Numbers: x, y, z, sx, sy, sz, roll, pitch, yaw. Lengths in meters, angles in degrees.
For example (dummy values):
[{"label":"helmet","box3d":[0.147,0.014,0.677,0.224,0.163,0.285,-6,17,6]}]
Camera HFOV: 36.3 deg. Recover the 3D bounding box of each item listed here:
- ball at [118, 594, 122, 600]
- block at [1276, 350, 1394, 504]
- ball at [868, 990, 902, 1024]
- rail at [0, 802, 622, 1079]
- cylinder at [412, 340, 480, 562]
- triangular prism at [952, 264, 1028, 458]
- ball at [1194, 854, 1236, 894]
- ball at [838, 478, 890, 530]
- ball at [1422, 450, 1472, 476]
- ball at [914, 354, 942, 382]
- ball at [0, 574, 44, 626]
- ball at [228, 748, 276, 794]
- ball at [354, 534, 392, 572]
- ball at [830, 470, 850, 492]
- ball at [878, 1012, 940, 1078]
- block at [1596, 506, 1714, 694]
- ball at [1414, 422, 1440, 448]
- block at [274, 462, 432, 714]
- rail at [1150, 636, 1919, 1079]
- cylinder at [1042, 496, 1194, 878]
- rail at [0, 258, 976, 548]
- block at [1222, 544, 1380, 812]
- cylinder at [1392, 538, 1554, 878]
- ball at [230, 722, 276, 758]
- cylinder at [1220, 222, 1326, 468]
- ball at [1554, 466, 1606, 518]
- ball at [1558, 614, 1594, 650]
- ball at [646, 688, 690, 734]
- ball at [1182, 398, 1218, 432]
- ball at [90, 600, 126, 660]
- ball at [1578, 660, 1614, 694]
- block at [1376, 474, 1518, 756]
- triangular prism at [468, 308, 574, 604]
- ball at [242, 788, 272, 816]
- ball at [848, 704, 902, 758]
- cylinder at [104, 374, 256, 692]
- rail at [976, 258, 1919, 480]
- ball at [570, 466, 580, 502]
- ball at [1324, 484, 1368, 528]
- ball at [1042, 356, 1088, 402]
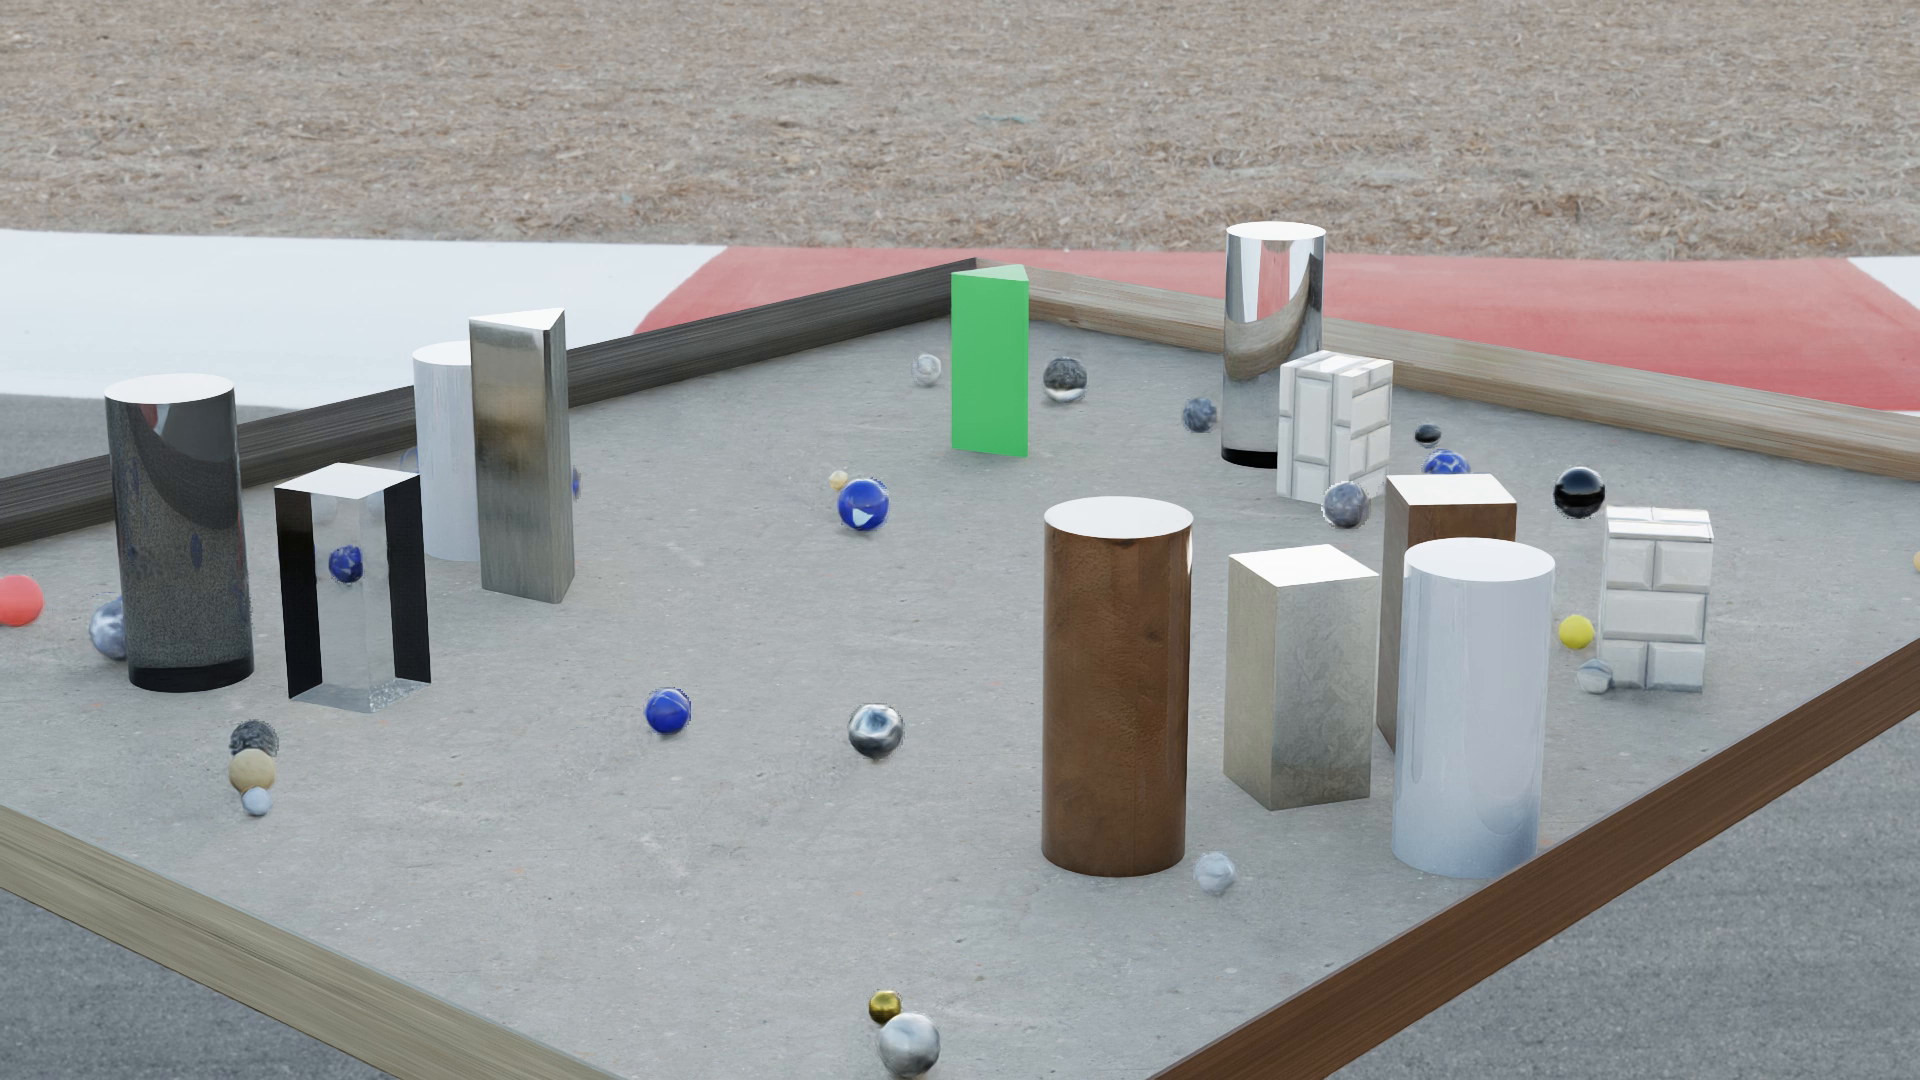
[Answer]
[{"label":"ball","box3d":[-1.374,0.120,4.911,0.084,0.084,0.084,0,17,0]},{"label":"block","box3d":[0.731,-0.217,5.720,0.159,0.262,0.159,12,21,35]},{"label":"ball","box3d":[-0.090,0.561,3.520,0.041,0.041,0.041,0,17,0]},{"label":"rail","box3d":[-1.170,0.421,3.830,3.036,0.129,0.045,14,22,39]},{"label":"cylinder","box3d":[-0.892,-0.165,5.368,0.198,0.365,0.198,0,17,0]},{"label":"triangular prism","box3d":[0.092,-0.376,6.066,0.172,0.368,0.149,8,19,26]},{"label":"ball","box3d":[0.339,0.443,3.891,0.054,0.054,0.054,0,17,0]},{"label":"ball","box3d":[-0.182,-0.067,5.507,0.098,0.098,0.098,0,17,0]},{"label":"ball","box3d":[0.948,-0.127,5.713,0.095,0.095,0.095,0,17,0]},{"label":"ball","box3d":[-0.074,-0.388,6.629,0.065,0.065,0.065,0,17,0]},{"label":"ball","box3d":[-1.598,0.102,4.963,0.089,0.089,0.089,0,17,0]},{"label":"ball","box3d":[-1.021,0.334,4.228,0.067,0.067,0.067,0,17,0]},{"label":"ball","box3d":[-1.054,0.024,5.259,0.067,0.067,0.067,0,17,0]},{"label":"ball","box3d":[-0.238,-0.116,5.770,0.040,0.040,0.040,0,17,0]},{"label":"ball","box3d":[-0.059,0.584,3.389,0.073,0.073,0.073,0,17,0]},{"label":"block","box3d":[1.112,0.093,4.699,0.159,0.257,0.159,3,17,10]},{"label":"ball","box3d":[0.971,-0.217,6.084,0.053,0.053,0.053,0,17,0]},{"label":"block","box3d":[-0.952,0.074,4.605,0.159,0.348,0.159,8,18,25]},{"label":"rail","box3d":[1.128,0.315,4.182,0.045,0.129,3.616,14,22,39]},{"label":"cylinder","box3d":[0.211,0.197,3.972,0.198,0.477,0.198,0,17,0]},{"label":"rail","box3d":[-1.128,-0.250,6.058,0.045,0.129,3.616,14,22,39]},{"label":"block","box3d":[0.488,0.196,4.220,0.159,0.336,0.159,-6,18,-19]},{"label":"cylinder","box3d":[0.694,0.226,3.977,0.198,0.419,0.198,0,17,0]},{"label":"ball","box3d":[-1.046,0.302,4.336,0.067,0.067,0.067,0,17,0]},{"label":"cylinder","box3d":[0.635,-0.397,5.960,0.198,0.469,0.198,0,17,0]},{"label":"ball","box3d":[1.180,-0.091,5.586,0.098,0.098,0.098,0,17,0]},{"label":"ball","box3d":[1.019,0.152,4.849,0.057,0.057,0.057,0,17,0]},{"label":"ball","box3d":[-0.446,0.261,4.471,0.068,0.068,0.068,0,17,0]},{"label":"ball","box3d":[0.508,-0.265,6.206,0.073,0.073,0.073,0,17,0]},{"label":"ball","box3d":[-1.374,0.147,4.798,0.097,0.097,0.097,0,17,0]},{"label":"ball","box3d":[1.005,0.216,4.639,0.056,0.056,0.056,0,17,0]},{"label":"block","box3d":[0.726,0.114,4.390,0.159,0.395,0.159,-1,17,-4]},{"label":"triangular prism","box3d":[-0.731,-0.153,5.120,0.172,0.487,0.149,10,20,30]},{"label":"ball","box3d":[-0.996,0.371,4.154,0.040,0.040,0.040,0,17,0]},{"label":"ball","box3d":[-0.126,0.285,4.369,0.081,0.081,0.081,0,17,0]},{"label":"cylinder","box3d":[-1.242,-0.012,4.676,0.198,0.472,0.198,0,17,0]},{"label":"rail","box3d":[1.170,-0.356,6.410,3.036,0.129,0.045,14,22,39]},{"label":"ball","box3d":[-0.778,-0.107,5.653,0.090,0.090,0.090,0,17,0]},{"label":"ball","box3d":[0.727,-0.065,5.522,0.085,0.085,0.085,0,17,0]},{"label":"ball","box3d":[0.232,-0.353,6.456,0.099,0.099,0.099,0,17,0]}]
